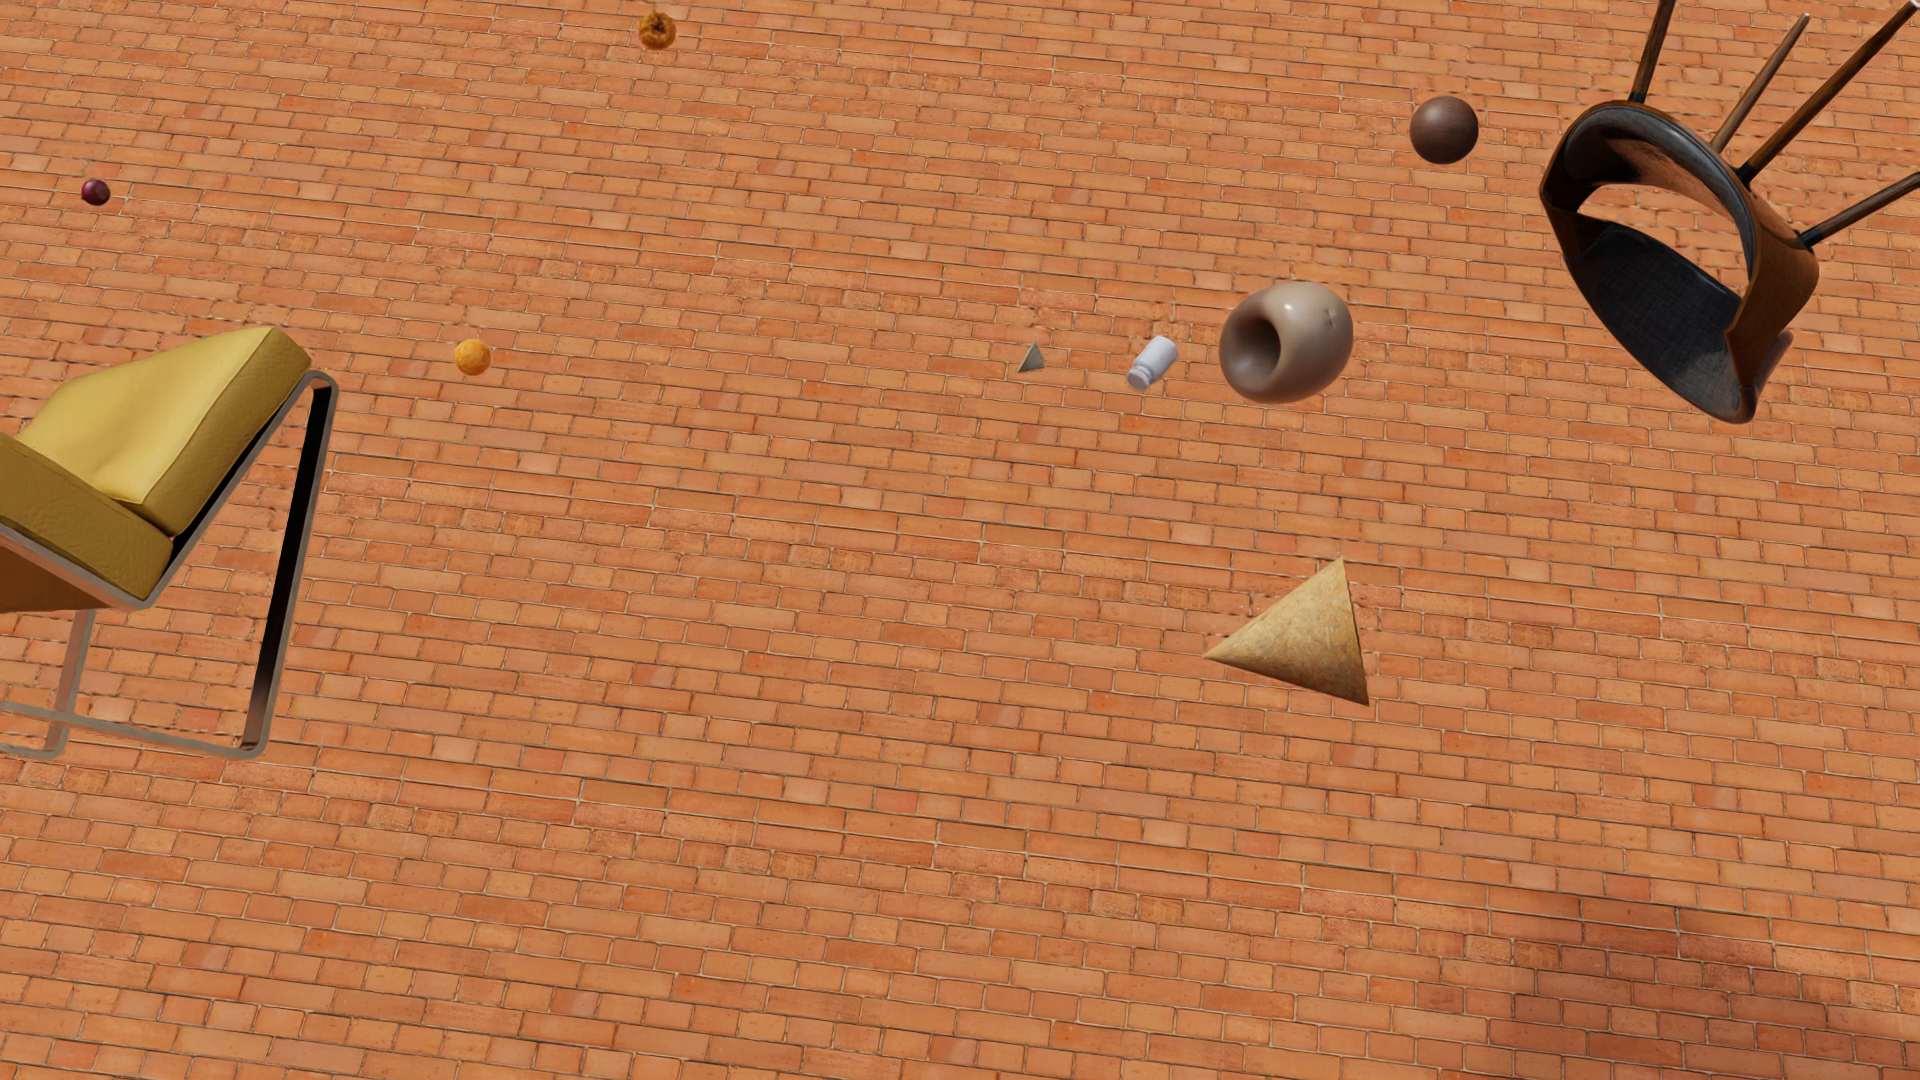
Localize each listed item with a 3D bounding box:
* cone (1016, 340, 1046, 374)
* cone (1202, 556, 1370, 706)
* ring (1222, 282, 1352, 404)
[{"bbox_3d":[0.105,-0.247,3.043,0.032,0.037,0.054,28,103,-5],"label":"cone"},{"bbox_3d":[0.534,0.174,3.693,0.263,0.234,0.256,-10,84,10],"label":"cone"},{"bbox_3d":[0.679,-0.411,4.590,0.164,0.364,0.245,-13,84,-24],"label":"ring"}]
